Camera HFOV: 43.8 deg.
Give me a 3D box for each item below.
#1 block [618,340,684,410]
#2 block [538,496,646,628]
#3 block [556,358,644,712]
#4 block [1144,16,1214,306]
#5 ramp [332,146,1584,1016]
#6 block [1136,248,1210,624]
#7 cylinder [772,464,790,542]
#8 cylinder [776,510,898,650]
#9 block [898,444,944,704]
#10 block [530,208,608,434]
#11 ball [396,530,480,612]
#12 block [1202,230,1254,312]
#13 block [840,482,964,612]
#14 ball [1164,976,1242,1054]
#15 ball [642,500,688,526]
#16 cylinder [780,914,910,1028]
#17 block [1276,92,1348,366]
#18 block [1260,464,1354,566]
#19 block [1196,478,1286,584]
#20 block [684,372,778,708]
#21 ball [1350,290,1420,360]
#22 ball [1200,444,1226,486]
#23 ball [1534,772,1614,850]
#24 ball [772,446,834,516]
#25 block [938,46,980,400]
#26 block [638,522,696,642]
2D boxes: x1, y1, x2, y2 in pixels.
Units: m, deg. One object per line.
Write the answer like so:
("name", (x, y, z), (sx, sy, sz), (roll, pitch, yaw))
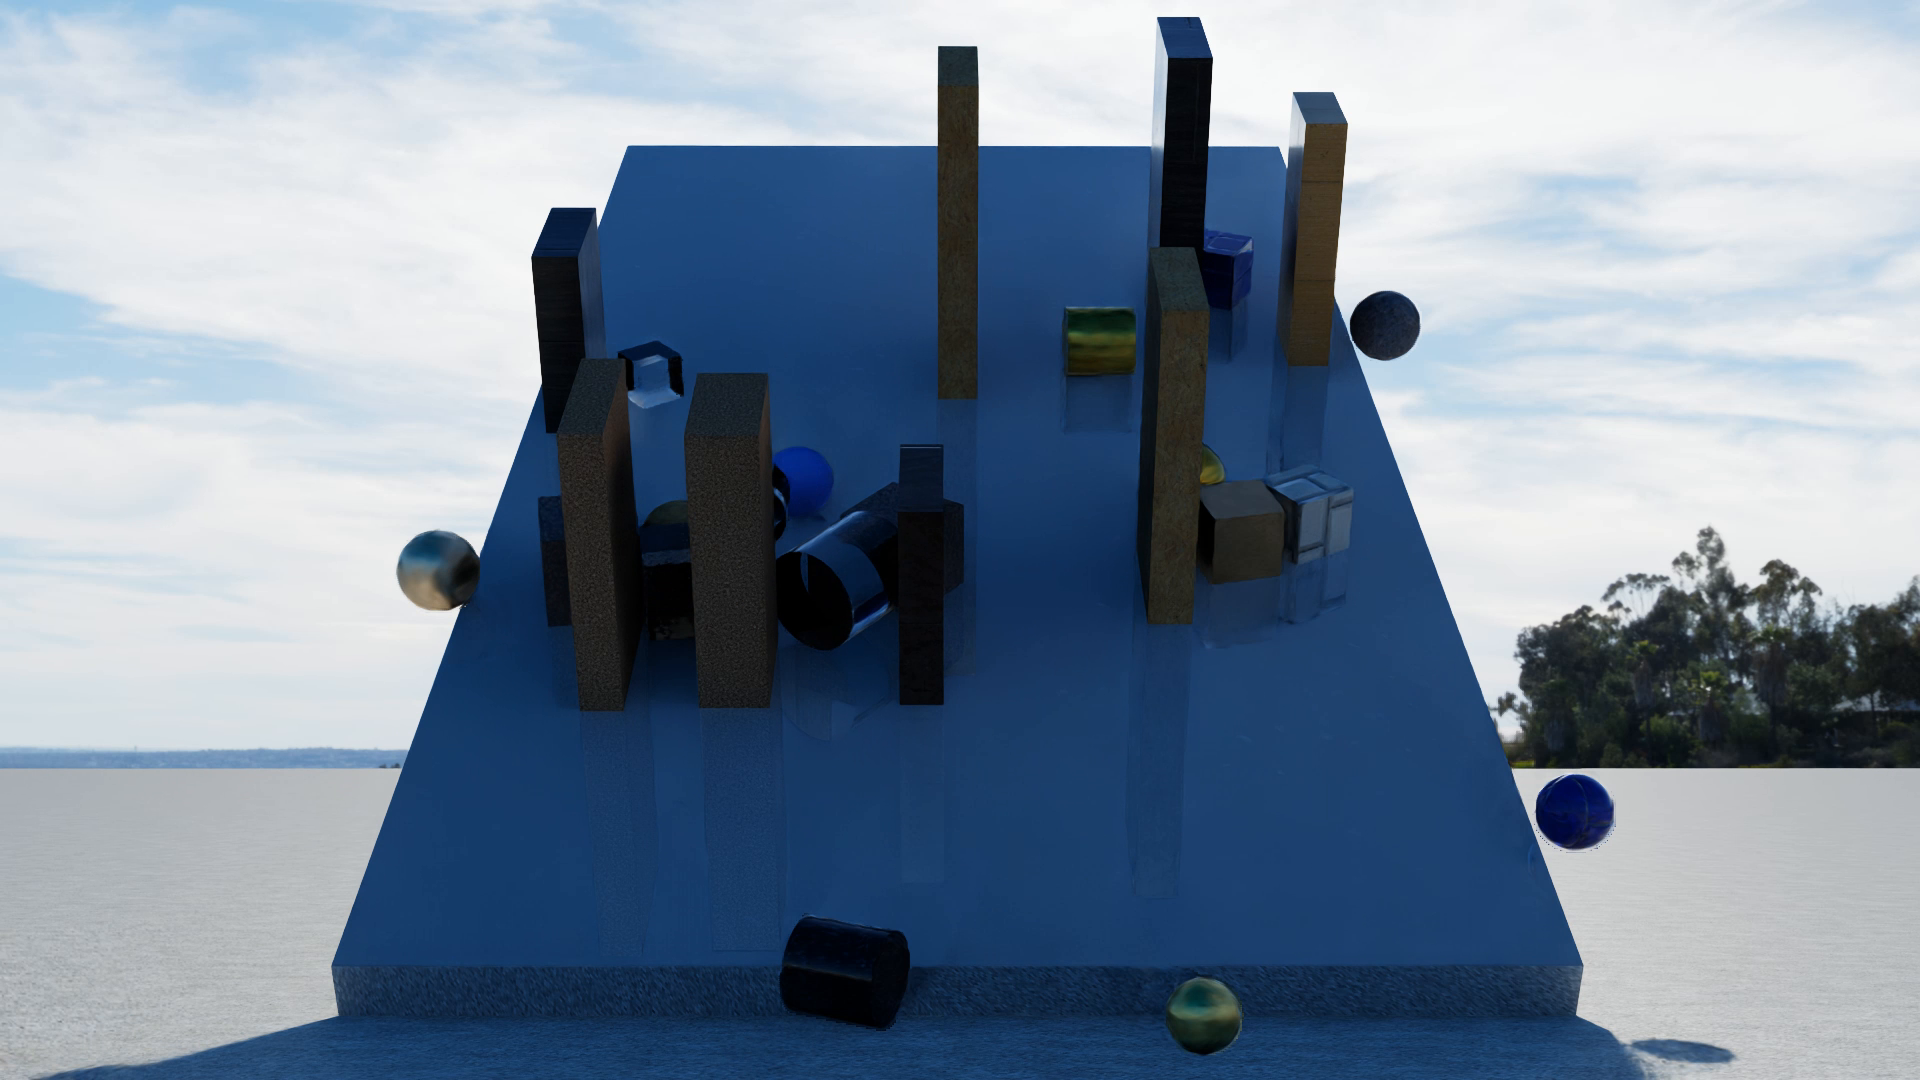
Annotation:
("block", (-0.738, -0.394, 5.695), (0.110, 0.110, 0.110), (-20, 34, -33))
("block", (-0.742, 0.036, 4.805), (0.194, 0.194, 0.194), (-5, 29, -9))
("block", (-0.672, -0.010, 4.488), (0.082, 0.575, 0.329), (0, 28, 0))
("block", (0.537, -0.872, 5.907), (0.106, 0.759, 0.344), (0, 28, 0))
("ramp", (-0.012, -0.221, 5.599), (2.000, 0.100, 4.000), (0, 28, 0))
("block", (0.420, -0.206, 4.754), (0.090, 0.676, 0.324), (0, 28, 0))
("cylinder", (-0.427, -0.074, 4.940), (0.143, 0.143, 0.143), (0, 24, -1))
("cylinder", (-0.231, 0.079, 4.712), (0.210, 0.210, 0.210), (-4, 20, 40))
("block", (-0.072, 0.064, 4.528), (0.082, 0.410, 0.279), (0, 28, 0))
("block", (-0.907, -0.515, 5.573), (0.105, 0.436, 0.316), (0, 28, 0))
("ball", (-1.049, 0.061, 4.809), (0.165, 0.165, 0.165), (0, -5, 0))
("block", (0.668, -0.707, 6.243), (0.151, 0.151, 0.151), (13, 31, 22))
("block", (-0.117, 0.018, 4.858), (0.179, 0.179, 0.179), (18, 33, 30))
("ball", (0.341, 0.668, 3.355), (0.107, 0.107, 0.107), (0, -5, 0))
("ball", (-0.572, 0.001, 4.899), (0.168, 0.168, 0.168), (0, -5, 0))
("cylinder", (-0.174, 0.657, 3.639), (0.147, 0.147, 0.147), (7, -3, 22))
("block", (0.858, -0.760, 5.847), (0.100, 0.619, 0.243), (0, 28, 0))
("block", (0.724, -0.055, 5.037), (0.142, 0.142, 0.142), (-17, 33, -29))
("block", (0.572, -0.018, 4.957), (0.152, 0.152, 0.152), (-7, 29, -13))
("block", (-0.424, 0.002, 4.474), (0.132, 0.568, 0.269), (0, 28, 0))
("ball", (1.072, -0.541, 6.023), (0.177, 0.177, 0.177), (0, -5, 0))
("ball", (0.476, -0.126, 5.082), (0.179, 0.179, 0.179), (0, -5, 0))
("ball", (1.055, 0.467, 4.104), (0.133, 0.133, 0.133), (0, -5, 0))
("ball", (-0.349, -0.126, 5.154), (0.151, 0.151, 0.151), (0, -5, 0))
("block", (-0.006, -0.748, 5.659), (0.094, 0.772, 0.304), (0, 28, 0))
("block", (-0.545, 0.079, 4.753), (0.168, 0.168, 0.168), (-5, 29, -10))
